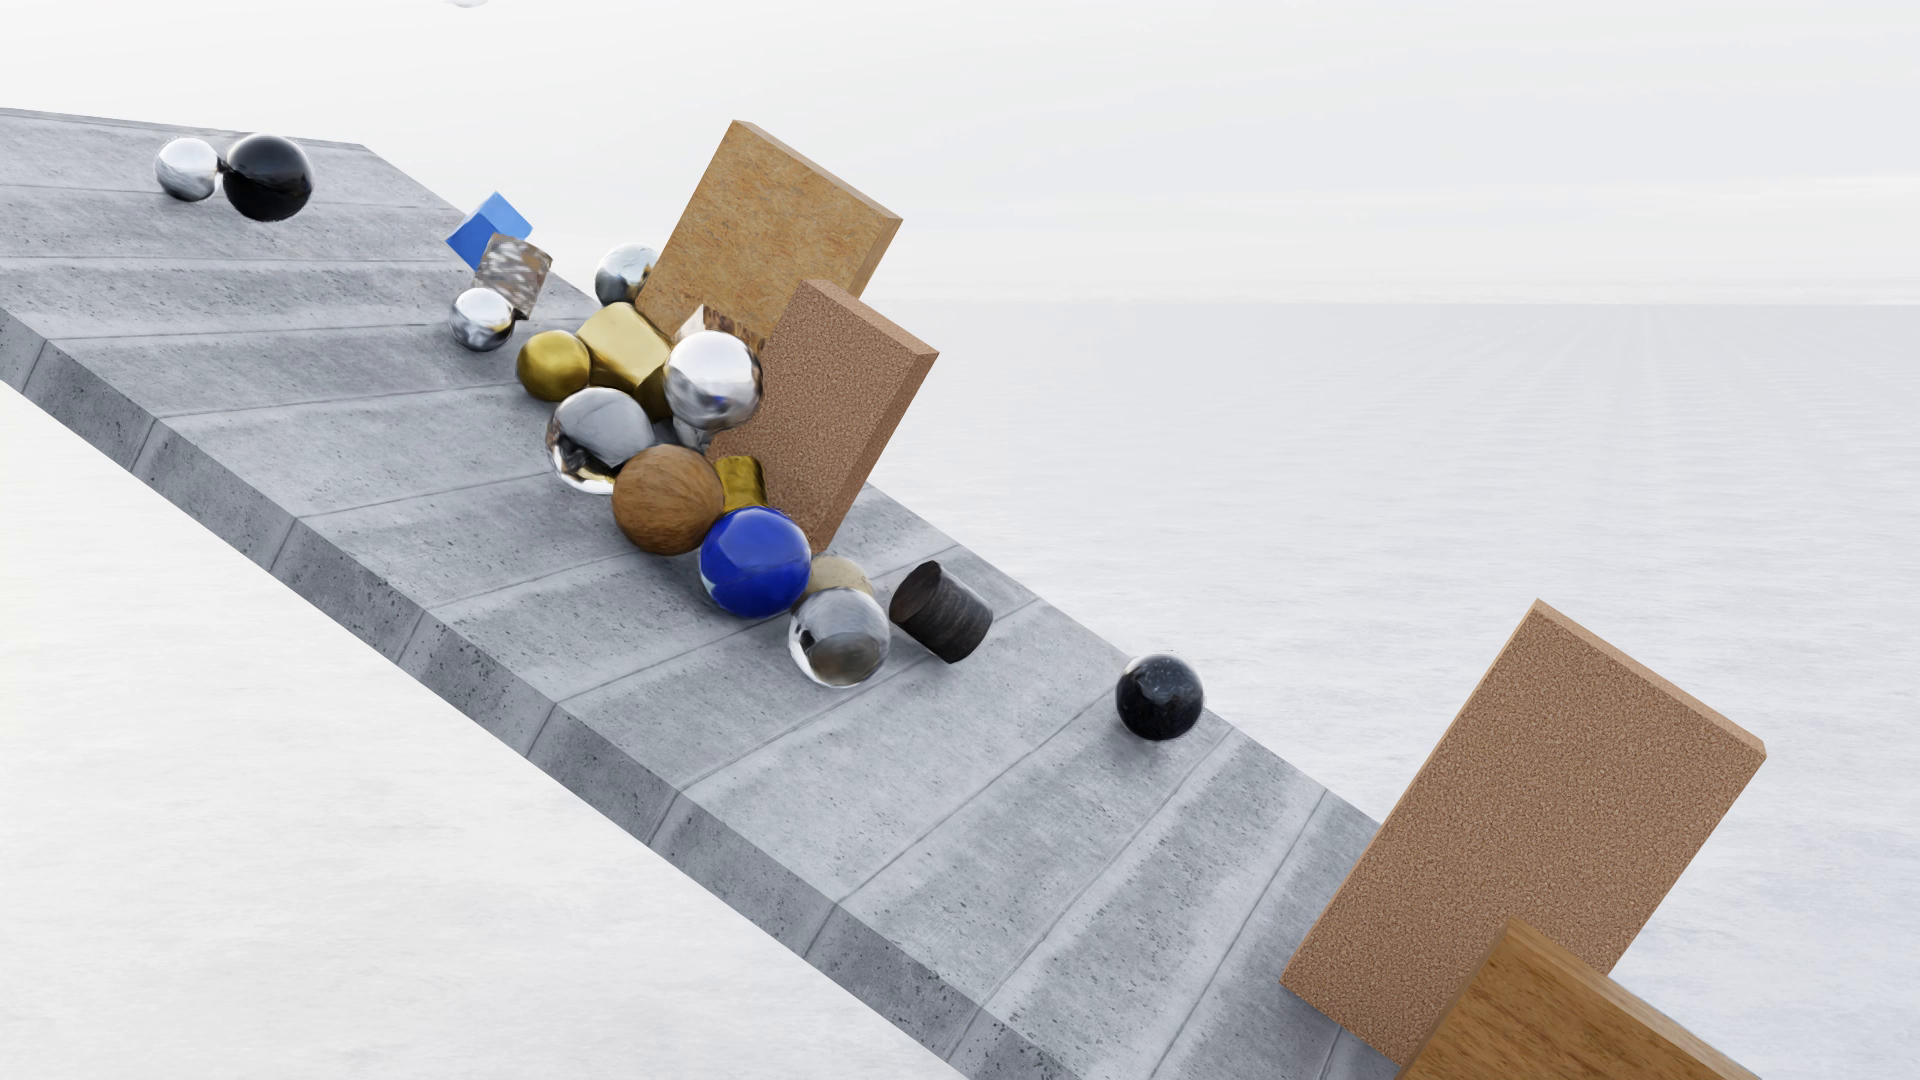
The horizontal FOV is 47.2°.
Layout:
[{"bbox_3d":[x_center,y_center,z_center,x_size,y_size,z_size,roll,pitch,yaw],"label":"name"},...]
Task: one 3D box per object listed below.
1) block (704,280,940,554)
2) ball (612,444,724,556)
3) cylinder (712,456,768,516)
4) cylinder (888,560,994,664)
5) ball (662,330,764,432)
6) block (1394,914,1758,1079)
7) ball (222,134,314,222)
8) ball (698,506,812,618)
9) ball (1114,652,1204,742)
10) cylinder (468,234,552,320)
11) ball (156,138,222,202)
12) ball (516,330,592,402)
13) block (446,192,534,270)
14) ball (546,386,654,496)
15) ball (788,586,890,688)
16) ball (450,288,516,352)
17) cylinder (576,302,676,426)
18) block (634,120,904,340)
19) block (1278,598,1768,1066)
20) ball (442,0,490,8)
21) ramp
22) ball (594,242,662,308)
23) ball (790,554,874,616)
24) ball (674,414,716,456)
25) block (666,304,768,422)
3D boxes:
[{"bbox_3d":[-0.292,-0.245,4.407,0.280,0.476,0.141,34,15,11],"label":"block"},{"bbox_3d":[-0.522,-0.071,3.933,0.200,0.200,0.200,0,7,0],"label":"ball"},{"bbox_3d":[-0.430,-0.089,4.259,0.109,0.109,0.109,-10,-23,-4],"label":"cylinder"},{"bbox_3d":[-0.037,0.139,4.247,0.144,0.144,0.144,38,-11,-25],"label":"cylinder"},{"bbox_3d":[-0.475,-0.306,4.227,0.195,0.195,0.195,0,7,0],"label":"ball"},{"bbox_3d":[0.830,0.834,3.128,0.400,0.443,0.097,34,15,11],"label":"block"},{"bbox_3d":[-1.395,-0.729,4.429,0.178,0.178,0.178,0,7,0],"label":"ball"},{"bbox_3d":[-0.361,0.040,3.886,0.199,0.199,0.199,0,7,0],"label":"ball"},{"bbox_3d":[0.409,0.320,4.502,0.184,0.184,0.184,0,7,0],"label":"ball"},{"bbox_3d":[-0.942,-0.550,4.604,0.137,0.137,0.137,20,-10,3],"label":"cylinder"},{"bbox_3d":[-1.505,-0.723,4.296,0.124,0.124,0.124,0,7,0],"label":"ball"},{"bbox_3d":[-0.808,-0.346,4.380,0.146,0.146,0.146,0,7,0],"label":"ball"},{"bbox_3d":[-1.011,-0.656,4.728,0.112,0.112,0.112,-34,21,26],"label":"block"},{"bbox_3d":[-0.659,-0.181,4.028,0.198,0.198,0.198,0,7,0],"label":"ball"},{"bbox_3d":[-0.208,0.169,3.806,0.177,0.177,0.177,0,7,0],"label":"ball"},{"bbox_3d":[-0.961,-0.443,4.427,0.131,0.131,0.131,0,7,0],"label":"ball"},{"bbox_3d":[-0.679,-0.361,4.549,0.189,0.189,0.189,43,25,20],"label":"cylinder"},{"bbox_3d":[-0.459,-0.575,4.937,0.422,0.590,0.111,34,15,11],"label":"block"},{"bbox_3d":[0.920,0.536,3.639,0.423,0.768,0.126,34,15,11],"label":"block"},{"bbox_3d":[-1.045,-1.212,4.633,0.178,0.178,0.178,0,7,0],"label":"ball"},{"bbox_3d":[-0.162,0.268,4.117,4.000,0.100,2.000,34,15,11],"label":"ramp"},{"bbox_3d":[-0.760,-0.602,5.138,0.187,0.187,0.187,0,7,0],"label":"ball"},{"bbox_3d":[-0.235,0.106,4.000,0.157,0.157,0.157,0,7,0],"label":"ball"},{"bbox_3d":[-0.515,-0.244,4.585,0.164,0.164,0.164,0,7,0],"label":"ball"},{"bbox_3d":[-0.531,-0.350,4.726,0.182,0.182,0.182,29,34,-32],"label":"block"}]
